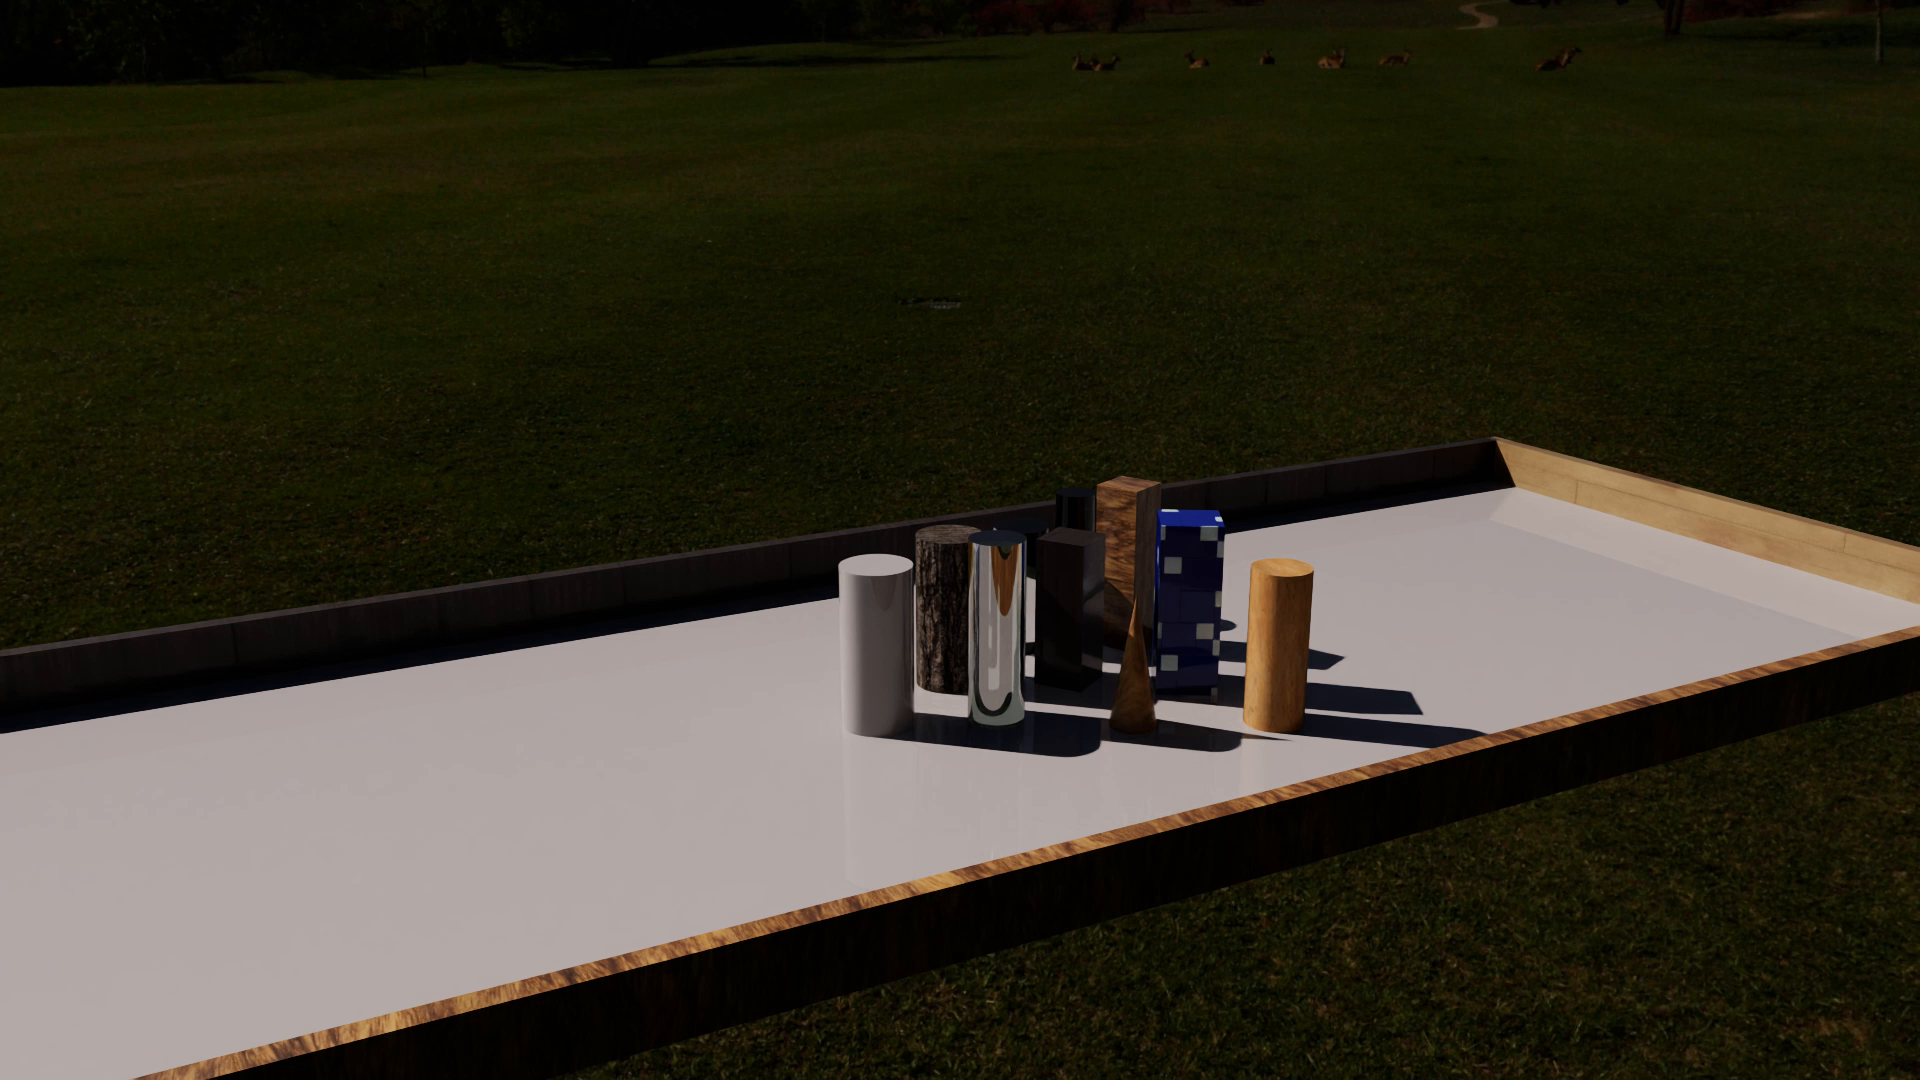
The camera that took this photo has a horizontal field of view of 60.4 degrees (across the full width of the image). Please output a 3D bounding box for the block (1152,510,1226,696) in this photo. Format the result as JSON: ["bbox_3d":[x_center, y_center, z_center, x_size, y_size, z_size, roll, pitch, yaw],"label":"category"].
[{"bbox_3d":[0.560,0.153,4.070,0.151,0.431,0.151,1,16,3],"label":"block"}]

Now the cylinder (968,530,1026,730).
[{"bbox_3d":[0.086,0.209,3.851,0.136,0.446,0.136,0,16,0],"label":"cylinder"}]

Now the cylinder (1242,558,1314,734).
[{"bbox_3d":[0.741,0.245,3.844,0.142,0.381,0.142,0,16,0],"label":"cylinder"}]

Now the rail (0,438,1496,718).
[{"bbox_3d":[-3.305,0.497,3.399,12.000,0.150,0.050,-9,18,-27],"label":"rail"}]

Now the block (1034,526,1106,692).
[{"bbox_3d":[0.273,0.172,4.103,0.128,0.377,0.128,9,19,28],"label":"block"}]

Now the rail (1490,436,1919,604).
[{"bbox_3d":[2.466,-0.048,5.253,0.050,0.150,2.100,-9,18,-27],"label":"rail"}]

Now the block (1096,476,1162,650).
[{"bbox_3d":[0.442,0.063,4.362,0.121,0.438,0.121,12,20,36],"label":"block"}]

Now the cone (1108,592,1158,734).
[{"bbox_3d":[0.406,0.277,3.831,0.114,0.327,0.114,0,16,0],"label":"cone"}]

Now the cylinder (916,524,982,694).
[{"bbox_3d":[-0.025,0.170,4.091,0.169,0.386,0.169,0,16,0],"label":"cylinder"}]

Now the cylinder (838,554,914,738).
[{"bbox_3d":[-0.193,0.244,3.833,0.172,0.390,0.172,0,16,0],"label":"cylinder"}]

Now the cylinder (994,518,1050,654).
[{"bbox_3d":[0.160,0.122,4.353,0.146,0.331,0.146,0,16,0],"label":"cylinder"}]

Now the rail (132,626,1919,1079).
[{"bbox_3d":[-2.336,1.006,1.665,12.000,0.150,0.050,-9,18,-27],"label":"rail"}]

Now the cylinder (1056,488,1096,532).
[{"bbox_3d":[0.320,0.037,4.605,0.110,0.352,0.110,0,16,0],"label":"cylinder"}]
